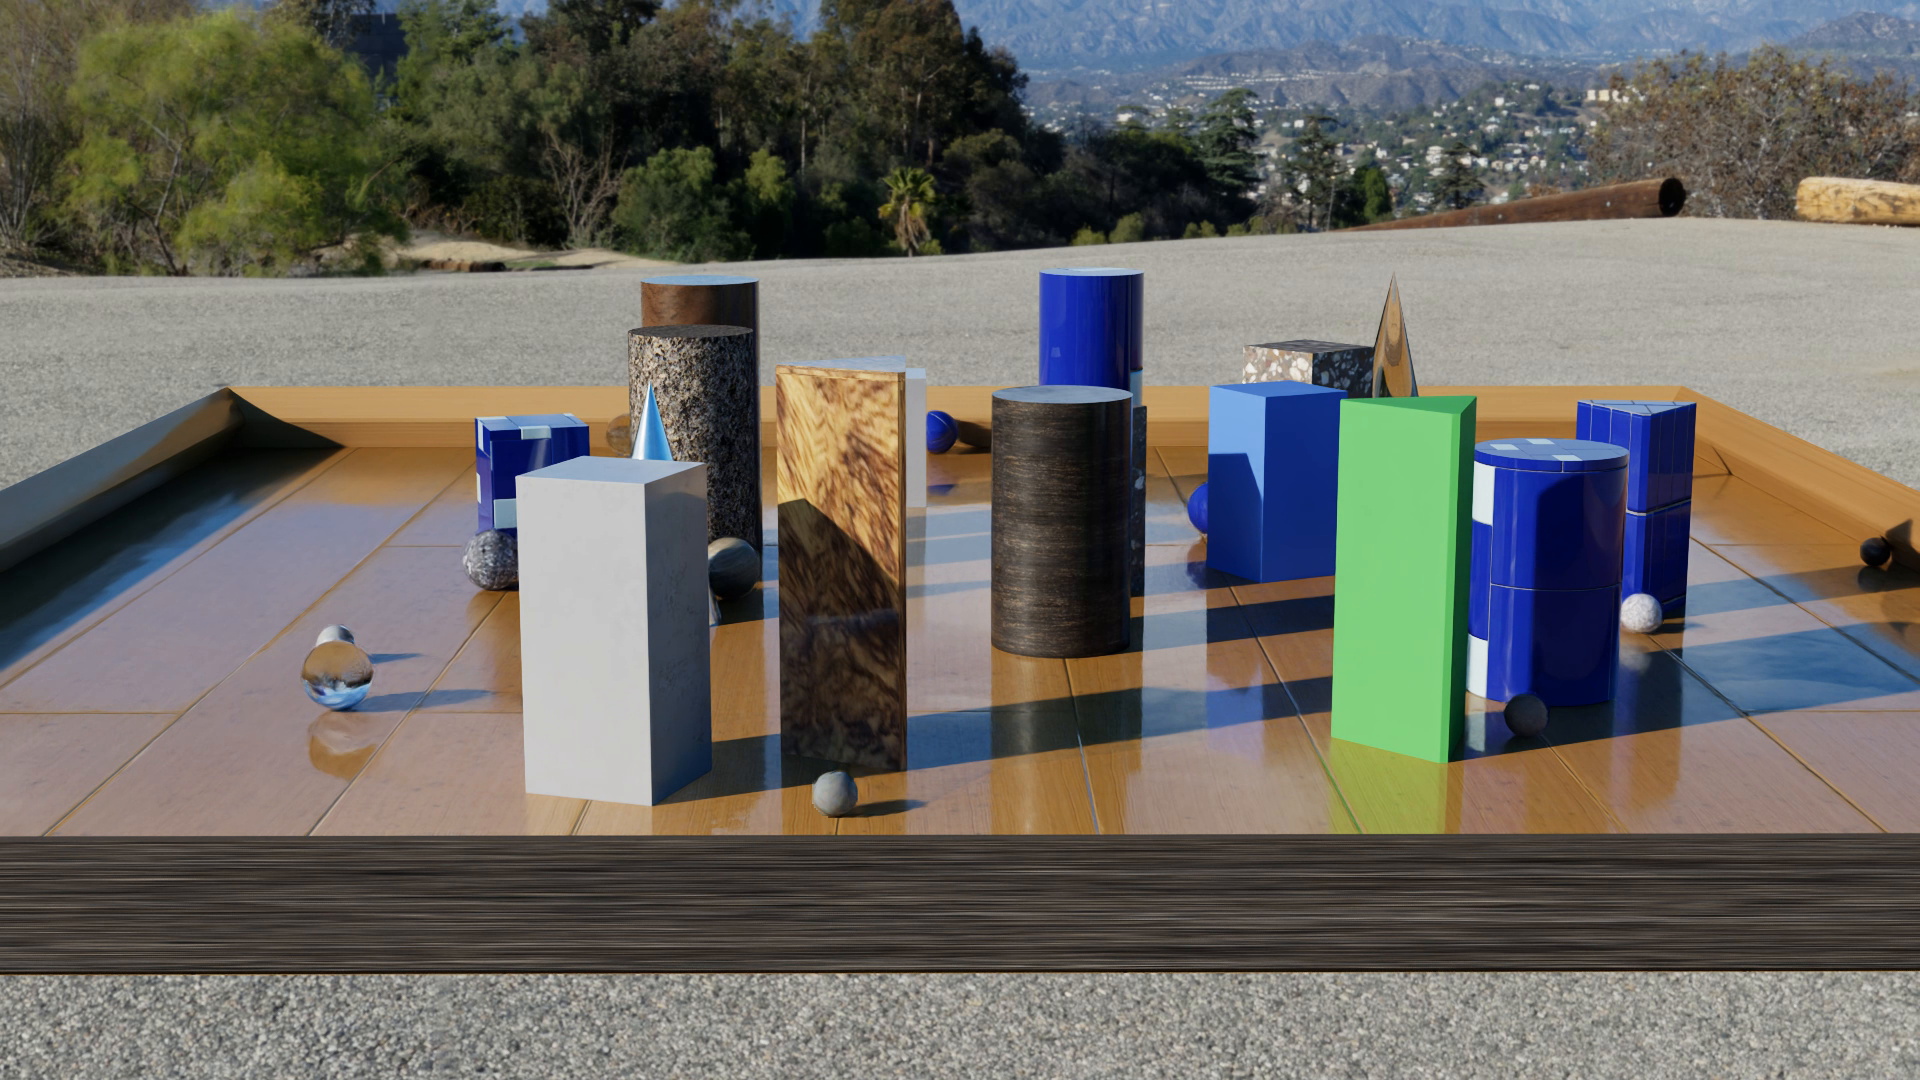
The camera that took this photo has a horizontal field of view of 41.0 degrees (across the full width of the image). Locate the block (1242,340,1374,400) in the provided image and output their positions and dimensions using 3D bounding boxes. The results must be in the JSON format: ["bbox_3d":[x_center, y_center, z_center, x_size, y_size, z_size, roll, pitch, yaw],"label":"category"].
[{"bbox_3d":[0.532,-0.153,3.945,0.140,0.291,0.140,-9,14,-40],"label":"block"}]

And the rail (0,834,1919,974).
[{"bbox_3d":[0.008,0.288,2.078,2.745,0.114,0.045,0,11,0],"label":"rail"}]

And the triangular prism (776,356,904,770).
[{"bbox_3d":[-0.093,0.018,2.707,0.151,0.414,0.131,6,12,28],"label":"triangular prism"}]

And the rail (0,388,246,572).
[{"bbox_3d":[-1.349,0.031,3.443,0.045,0.114,2.840,0,11,0],"label":"rail"}]

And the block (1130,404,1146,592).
[{"bbox_3d":[0.157,-0.058,3.535,0.140,0.255,0.140,10,15,44],"label":"block"}]

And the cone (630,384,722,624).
[{"bbox_3d":[-0.400,-0.052,3.343,0.175,0.314,0.175,0,11,0],"label":"cone"}]

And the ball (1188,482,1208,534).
[{"bbox_3d":[0.393,-0.048,3.943,0.086,0.086,0.086,0,11,0],"label":"ball"}]

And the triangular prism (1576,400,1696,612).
[{"bbox_3d":[0.878,-0.045,3.418,0.131,0.274,0.151,9,14,38],"label":"triangular prism"}]

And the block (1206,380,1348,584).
[{"bbox_3d":[0.451,-0.086,3.663,0.140,0.263,0.140,-6,12,-27],"label":"block"}]

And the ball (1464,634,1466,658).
[{"bbox_3d":[0.631,0.127,3.109,0.050,0.050,0.050,0,11,0],"label":"ball"}]

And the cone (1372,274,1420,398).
[{"bbox_3d":[0.700,-0.246,4.170,0.175,0.389,0.175,0,11,0],"label":"cone"}]

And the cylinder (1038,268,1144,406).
[{"bbox_3d":[0.219,-0.263,4.306,0.175,0.374,0.175,0,11,0],"label":"cylinder"}]

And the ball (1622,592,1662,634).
[{"bbox_3d":[0.872,0.093,3.282,0.052,0.052,0.052,0,11,0],"label":"ball"}]

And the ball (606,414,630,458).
[{"bbox_3d":[-0.611,-0.193,4.724,0.080,0.080,0.080,0,11,0],"label":"ball"}]

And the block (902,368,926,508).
[{"bbox_3d":[-0.126,-0.171,4.250,0.140,0.212,0.140,0,11,-1],"label":"block"}]

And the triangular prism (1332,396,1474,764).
[{"bbox_3d":[0.503,0.034,2.744,0.131,0.368,0.151,-10,14,-41],"label":"triangular prism"}]

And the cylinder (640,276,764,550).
[{"bbox_3d":[-0.384,-0.187,3.828,0.175,0.401,0.175,0,11,0],"label":"cylinder"}]

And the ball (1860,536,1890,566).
[{"bbox_3d":[1.324,0.017,3.714,0.042,0.042,0.042,0,11,0],"label":"ball"}]

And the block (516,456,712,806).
[{"bbox_3d":[-0.346,0.088,2.584,0.140,0.322,0.140,4,11,19],"label":"block"}]

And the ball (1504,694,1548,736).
[{"bbox_3d":[0.615,0.190,2.784,0.047,0.047,0.047,0,11,0],"label":"ball"}]

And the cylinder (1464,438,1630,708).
[{"bbox_3d":[0.678,0.035,2.970,0.175,0.283,0.175,0,11,0],"label":"cylinder"}]

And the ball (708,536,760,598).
[{"bbox_3d":[-0.315,0.038,3.490,0.084,0.084,0.084,0,11,0],"label":"ball"}]

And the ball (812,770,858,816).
[{"bbox_3d":[-0.121,0.246,2.492,0.044,0.044,0.044,0,11,0],"label":"ball"}]

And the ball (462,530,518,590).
[{"bbox_3d":[-0.647,0.027,3.547,0.083,0.083,0.083,0,11,0],"label":"ball"}]

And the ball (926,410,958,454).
[{"bbox_3d":[-0.043,-0.201,4.766,0.081,0.081,0.081,0,11,0],"label":"ball"}]

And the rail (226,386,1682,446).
[{"bbox_3d":[-0.008,-0.229,4.822,2.745,0.114,0.045,0,11,0],"label":"rail"}]

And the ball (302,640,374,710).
[{"bbox_3d":[-0.703,0.152,2.897,0.078,0.078,0.078,0,11,0],"label":"ball"}]

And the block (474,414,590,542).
[{"bbox_3d":[-0.613,-0.065,3.690,0.140,0.212,0.140,-4,11,-19],"label":"block"}]

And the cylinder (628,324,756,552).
[{"bbox_3d":[-0.377,-0.122,3.622,0.175,0.348,0.175,0,11,0],"label":"cylinder"}]

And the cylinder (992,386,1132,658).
[{"bbox_3d":[0.126,-0.026,3.201,0.175,0.315,0.175,0,11,0],"label":"cylinder"}]

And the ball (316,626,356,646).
[{"bbox_3d":[-0.759,0.127,3.120,0.046,0.046,0.046,0,11,0],"label":"ball"}]

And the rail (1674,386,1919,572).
[{"bbox_3d":[1.349,0.028,3.458,0.045,0.114,2.840,0,11,0],"label":"rail"}]

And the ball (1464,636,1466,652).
[{"bbox_3d":[0.554,0.122,3.035,0.087,0.087,0.087,0,11,0],"label":"ball"}]
